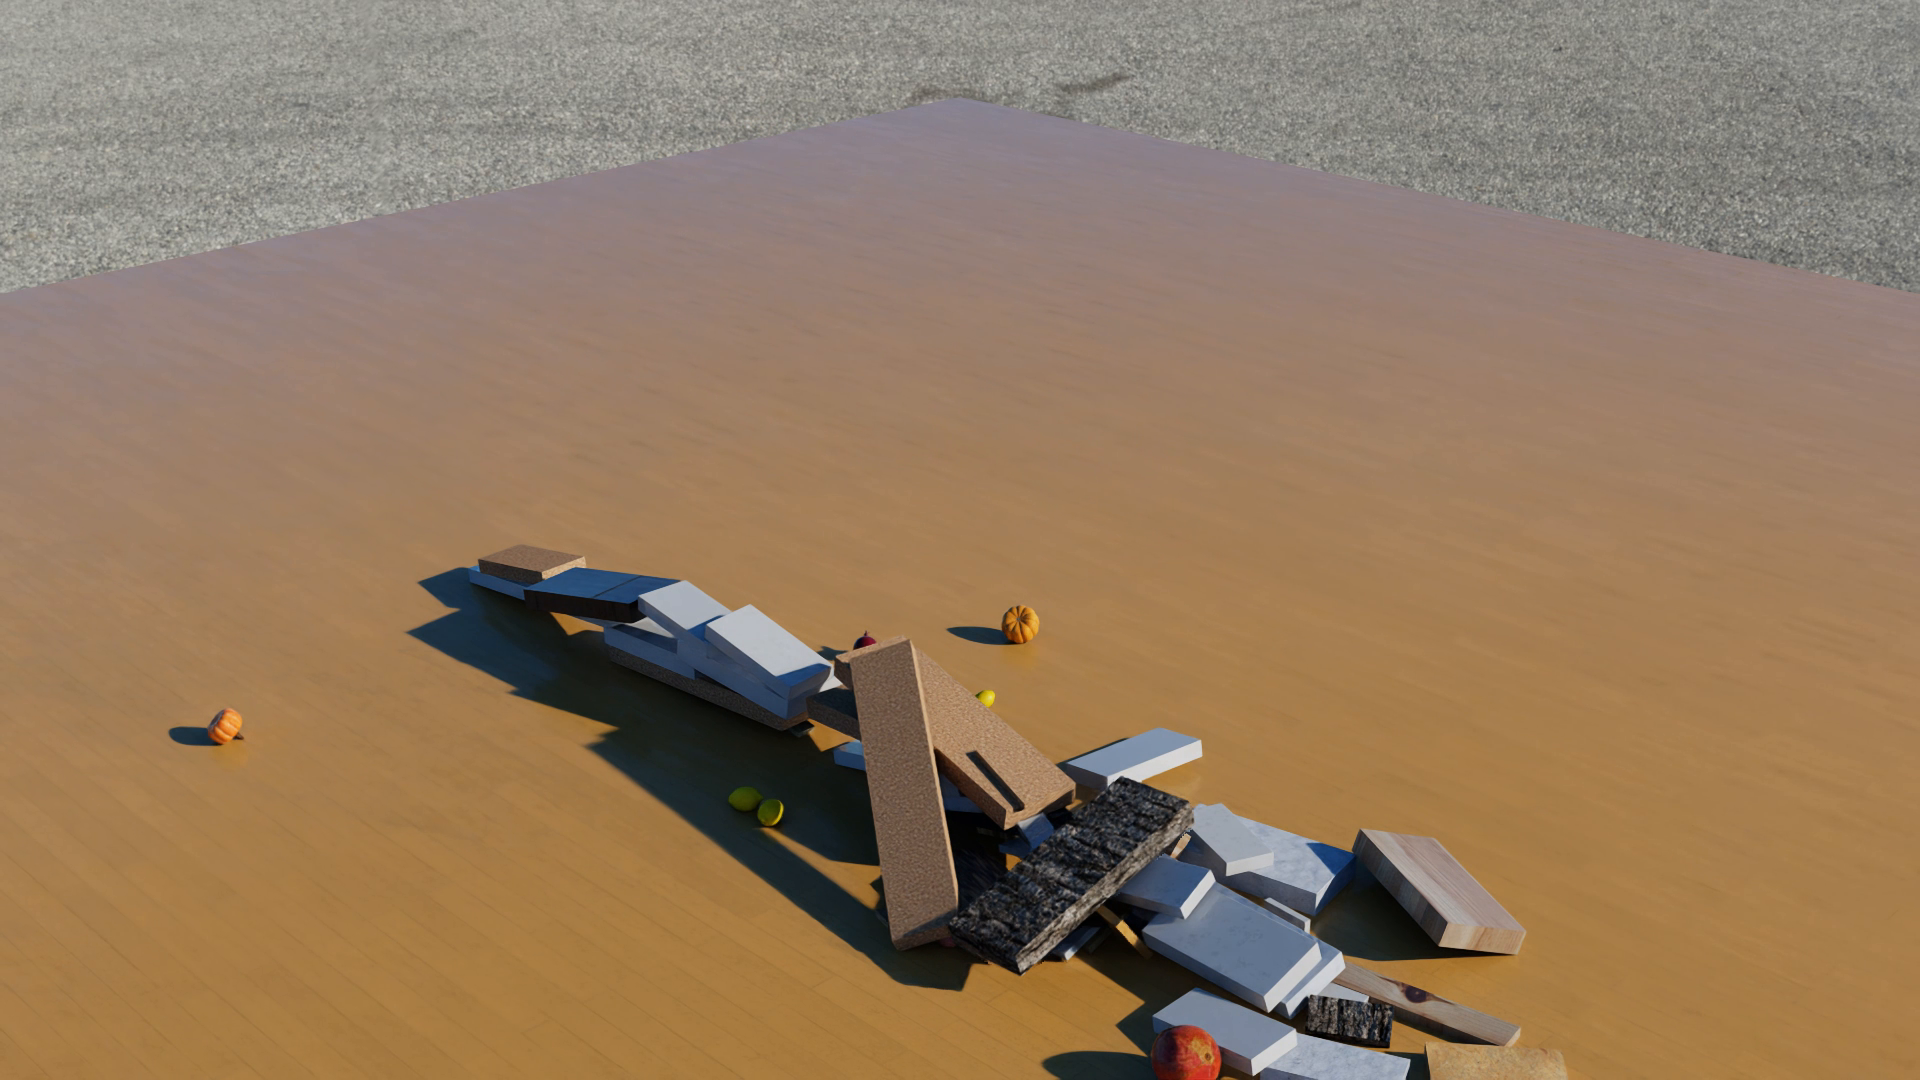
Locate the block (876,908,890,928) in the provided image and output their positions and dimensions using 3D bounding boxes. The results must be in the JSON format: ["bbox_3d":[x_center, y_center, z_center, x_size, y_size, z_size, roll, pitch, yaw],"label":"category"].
[{"bbox_3d":[-0.102,0.695,4.106,0.099,0.014,0.050,-13,26,-28],"label":"block"}]

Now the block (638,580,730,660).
[{"bbox_3d":[-0.585,0.175,4.876,0.130,0.037,0.260,-19,36,-38],"label":"block"}]

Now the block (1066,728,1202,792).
[{"bbox_3d":[0.365,0.459,4.601,0.261,0.037,0.131,-17,18,-34],"label":"block"}]

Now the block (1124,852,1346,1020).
[{"bbox_3d":[0.472,0.706,3.973,0.145,0.041,0.458,-37,37,-25],"label":"block"}]

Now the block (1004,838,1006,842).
[{"bbox_3d":[0.147,0.603,4.319,0.110,0.016,0.055,21,31,40],"label":"block"}]

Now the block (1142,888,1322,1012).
[{"bbox_3d":[0.477,0.714,3.885,0.145,0.041,0.291,-38,38,-27],"label":"block"}]

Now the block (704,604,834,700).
[{"bbox_3d":[-0.413,0.240,4.734,0.261,0.037,0.131,34,39,28],"label":"block"}]

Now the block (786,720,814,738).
[{"bbox_3d":[-0.364,0.395,4.791,0.046,0.013,0.092,-21,42,-40],"label":"block"}]

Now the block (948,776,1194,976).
[{"bbox_3d":[0.207,0.605,4.012,0.478,0.049,0.172,-36,35,-32],"label":"block"}]

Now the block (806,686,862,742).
[{"bbox_3d":[-0.162,0.364,4.578,0.165,0.047,0.330,-16,19,-33],"label":"block"}]

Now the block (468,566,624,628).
[{"bbox_3d":[-0.970,0.119,5.305,0.130,0.037,0.648,-20,21,-37],"label":"block"}]

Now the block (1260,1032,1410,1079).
[{"bbox_3d":[0.622,0.880,3.647,0.224,0.032,0.112,9,25,21],"label":"block"}]

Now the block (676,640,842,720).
[{"bbox_3d":[-0.438,0.275,4.801,0.340,0.048,0.170,25,34,33],"label":"block"}]

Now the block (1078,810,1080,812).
[{"bbox_3d":[0.299,0.549,4.441,0.073,0.021,0.147,18,29,36],"label":"block"}]

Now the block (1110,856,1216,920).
[{"bbox_3d":[0.310,0.620,4.058,0.328,0.029,0.102,8,43,44],"label":"block"}]

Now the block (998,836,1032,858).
[{"bbox_3d":[0.130,0.596,4.258,0.055,0.016,0.110,-18,12,-35],"label":"block"}]

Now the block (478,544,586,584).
[{"bbox_3d":[-1.051,0.061,5.400,0.260,0.037,0.130,9,23,42],"label":"block"}]

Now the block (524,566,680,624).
[{"bbox_3d":[-0.825,0.126,5.079,0.340,0.048,0.170,6,21,36],"label":"block"}]

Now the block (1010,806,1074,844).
[{"bbox_3d":[0.117,0.509,4.279,0.109,0.031,0.219,-15,37,-33],"label":"block"}]

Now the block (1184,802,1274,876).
[{"bbox_3d":[0.508,0.576,4.241,0.102,0.029,0.203,-9,25,-21],"label":"block"}]

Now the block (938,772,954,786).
[{"bbox_3d":[-0.040,0.434,4.440,0.117,0.033,0.234,-18,20,-35],"label":"block"}]

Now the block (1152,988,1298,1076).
[{"bbox_3d":[0.446,0.829,3.718,0.112,0.032,0.224,-24,24,-36],"label":"block"}]

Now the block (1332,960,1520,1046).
[{"bbox_3d":[0.678,0.776,3.905,0.642,0.020,0.072,16,28,33],"label":"block"}]

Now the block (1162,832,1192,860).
[{"bbox_3d":[0.344,0.578,4.278,0.203,0.102,0.029,24,-9,44],"label":"block"}]

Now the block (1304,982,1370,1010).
[{"bbox_3d":[0.634,0.800,3.849,0.143,0.020,0.072,15,27,32],"label":"block"}]

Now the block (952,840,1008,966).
[{"bbox_3d":[0.041,0.671,4.091,0.145,0.041,0.291,-23,30,-21],"label":"block"}]

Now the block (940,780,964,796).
[{"bbox_3d":[-0.035,0.483,4.474,0.117,0.033,0.234,-19,9,-38],"label":"block"}]

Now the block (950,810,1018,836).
[{"bbox_3d":[0.092,0.542,4.370,0.109,0.031,0.219,-18,13,-37],"label":"block"}]

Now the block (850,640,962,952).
[{"bbox_3d":[-0.107,0.475,4.223,0.130,0.037,0.699,-18,45,6],"label":"block"}]

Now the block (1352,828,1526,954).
[{"bbox_3d":[0.888,0.652,4.100,0.172,0.049,0.344,10,18,-22],"label":"block"}]

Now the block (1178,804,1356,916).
[{"bbox_3d":[0.571,0.614,4.251,0.344,0.049,0.172,15,27,32],"label":"block"}]

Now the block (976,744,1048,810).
[{"bbox_3d":[0.097,0.454,4.217,0.049,0.014,0.186,-12,35,-28],"label":"block"}]

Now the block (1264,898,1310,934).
[{"bbox_3d":[0.600,0.701,4.045,0.014,0.050,0.099,-19,29,-37],"label":"block"}]

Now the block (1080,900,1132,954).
[{"bbox_3d":[0.254,0.702,4.032,0.061,0.017,0.121,22,51,41],"label":"block"}]

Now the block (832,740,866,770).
[{"bbox_3d":[-0.148,0.449,4.587,0.117,0.033,0.234,-18,15,-37],"label":"block"}]

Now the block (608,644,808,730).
[{"bbox_3d":[-0.540,0.299,4.950,0.597,0.047,0.165,17,28,41],"label":"block"}]

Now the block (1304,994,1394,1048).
[{"bbox_3d":[0.666,0.823,3.762,0.143,0.020,0.072,6,46,13],"label":"block"}]

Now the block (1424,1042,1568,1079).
[{"bbox_3d":[0.887,0.883,3.638,0.224,0.032,0.112,2,23,5],"label":"block"}]

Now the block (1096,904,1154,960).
[{"bbox_3d":[0.297,0.706,3.959,0.017,0.122,0.061,-47,38,-9],"label":"block"}]

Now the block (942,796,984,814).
[{"bbox_3d":[0.016,0.511,4.421,0.109,0.031,0.219,-19,9,-37],"label":"block"}]

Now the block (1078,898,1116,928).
[{"bbox_3d":[0.224,0.677,4.016,0.112,0.016,0.056,0,38,32],"label":"block"}]

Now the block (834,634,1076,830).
[{"bbox_3d":[-0.019,0.374,4.393,0.170,0.048,0.590,-16,37,-33],"label":"block"}]

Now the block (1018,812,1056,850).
[{"bbox_3d":[0.157,0.565,4.147,0.056,0.016,0.112,-19,42,-17],"label":"block"}]

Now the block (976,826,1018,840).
[{"bbox_3d":[0.087,0.571,4.355,0.055,0.016,0.110,-18,12,-36],"label":"block"}]

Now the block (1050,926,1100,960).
[{"bbox_3d":[0.213,0.710,4.005,0.121,0.017,0.061,-40,36,-26],"label":"block"}]

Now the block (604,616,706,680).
[{"bbox_3d":[-0.646,0.229,5.016,0.330,0.047,0.165,17,28,42],"label":"block"}]
